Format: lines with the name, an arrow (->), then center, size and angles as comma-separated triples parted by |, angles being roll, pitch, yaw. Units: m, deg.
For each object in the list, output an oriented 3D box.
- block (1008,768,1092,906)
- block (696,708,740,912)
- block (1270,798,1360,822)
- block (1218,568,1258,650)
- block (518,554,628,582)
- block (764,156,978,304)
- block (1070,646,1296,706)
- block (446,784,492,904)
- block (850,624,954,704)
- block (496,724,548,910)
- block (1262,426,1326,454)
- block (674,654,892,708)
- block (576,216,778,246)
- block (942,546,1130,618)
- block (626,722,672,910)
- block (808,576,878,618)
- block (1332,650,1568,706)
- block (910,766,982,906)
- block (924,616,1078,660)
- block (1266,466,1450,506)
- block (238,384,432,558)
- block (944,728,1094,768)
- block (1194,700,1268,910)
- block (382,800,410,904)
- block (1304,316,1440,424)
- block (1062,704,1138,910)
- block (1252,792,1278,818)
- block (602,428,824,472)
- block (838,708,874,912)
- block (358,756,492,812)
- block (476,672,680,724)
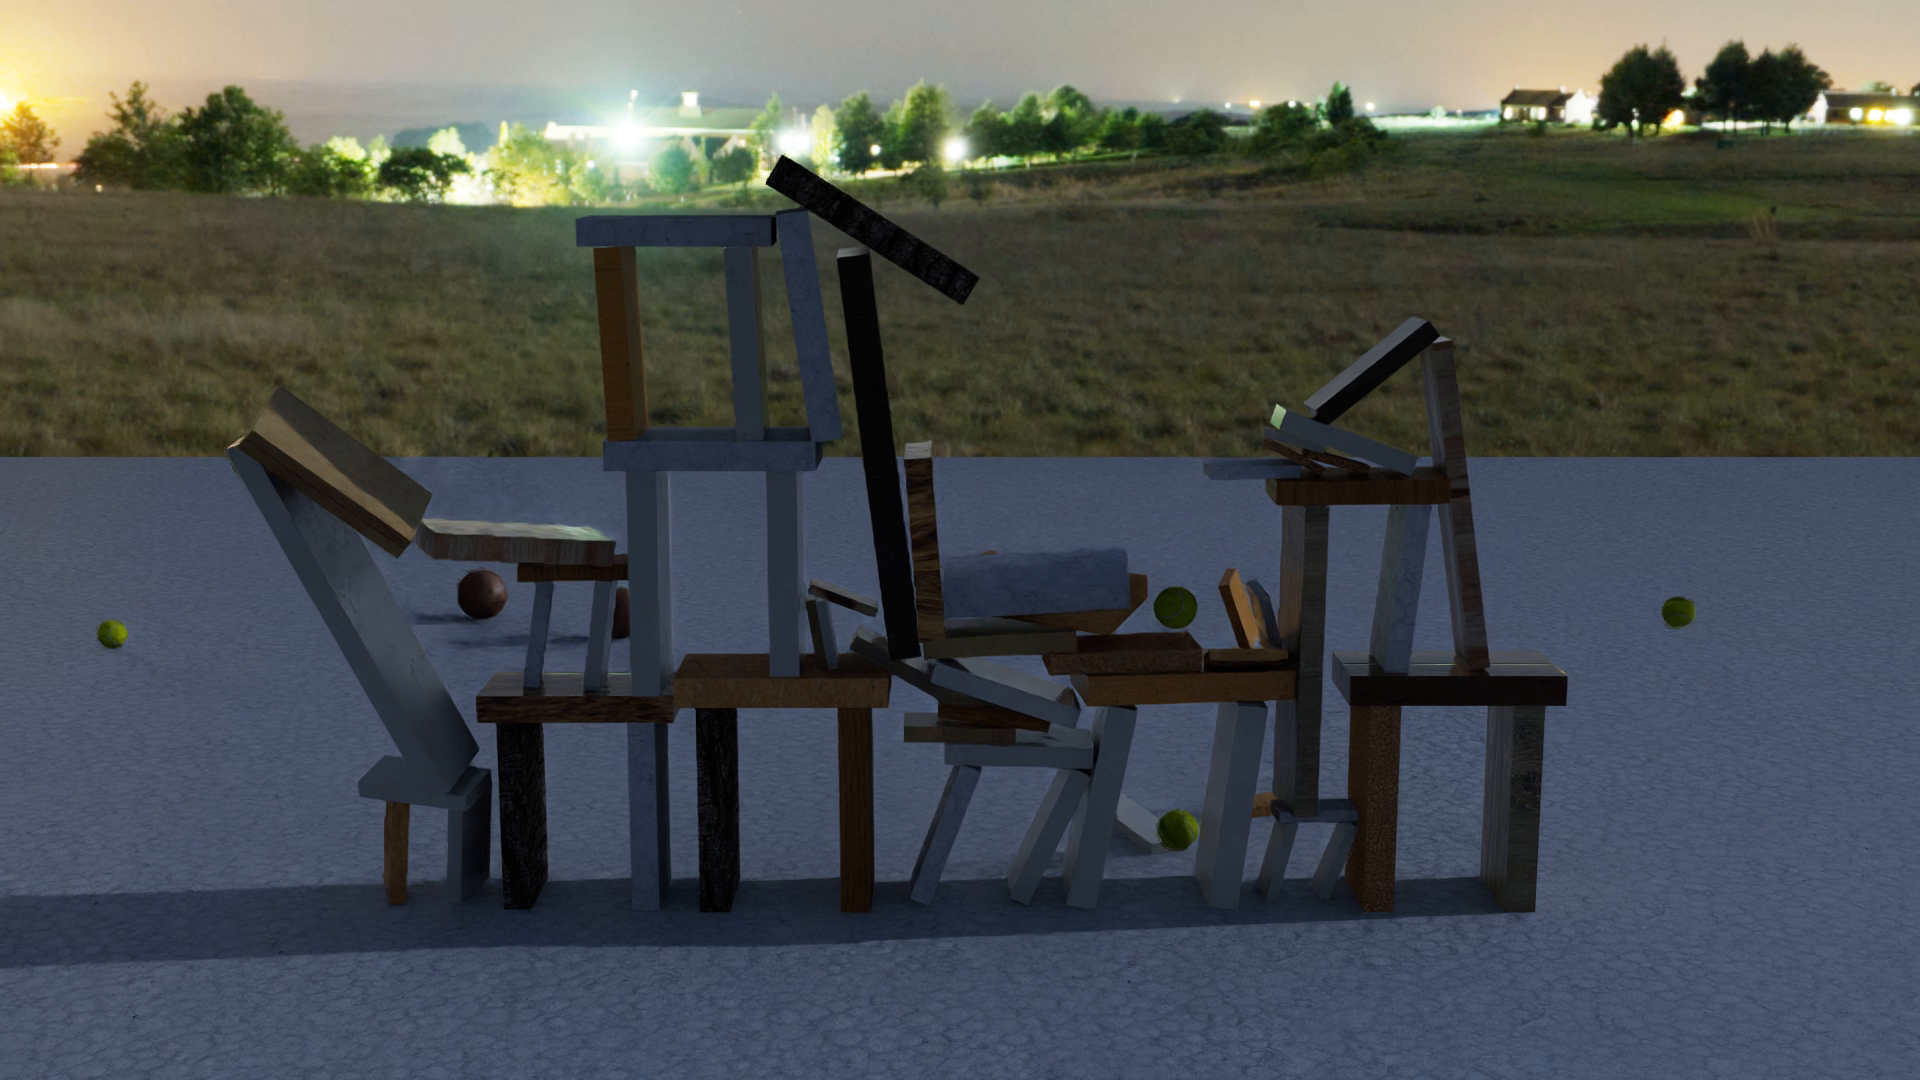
block -> 0.147, 0.475, 3.651 | 0.034, 0.242, 0.121 | 25, 10, -5
block -> -0.399, 0.422, 3.634 | 0.049, 0.343, 0.171 | 0, 11, 0
block -> 0.588, 0.449, 3.647 | 0.133, 0.019, 0.067 | 0, 11, -5
block -> 0.467, 0.117, 3.681 | 0.018, 0.127, 0.063 | -12, 21, 25
block -> -0.621, 0.045, 3.564 | 0.181, 0.026, 0.090 | -1, 11, -5
block -> -0.138, -0.489, 3.465 | 0.355, 0.050, 0.178 | 31, 7, -7
block -> 0.363, 0.224, 3.624 | 0.341, 0.048, 0.171 | -1, 11, -7
block -> -0.811, 0.493, 3.633 | 0.027, 0.189, 0.094 | 12, 23, 15
block -> -0.094, 0.202, 3.597 | 0.182, 0.026, 0.091 | 30, 9, -5
block -> -0.723, 0.435, 3.643 | 0.045, 0.315, 0.157 | 0, 11, 0
block -> 0.536, -0.160, 3.527 | 0.101, 0.014, 0.050 | 16, 8, 6
block -> -0.286, 0.229, 3.599 | 0.343, 0.049, 0.171 | 0, 11, 0
block -> -0.444, -0.488, 3.469 | 0.301, 0.043, 0.150 | 0, 11, -1
block -> 0.124, 0.068, 3.556 | 0.297, 0.042, 0.148 | -3, 24, 3
block -> -0.513, 0.435, 3.643 | 0.045, 0.315, 0.158 | 0, 11, 0
block -> -0.190, 0.093, 3.578 | 0.114, 0.016, 0.057 | 21, 10, -6
block -> 0.797, 0.225, 3.599 | 0.346, 0.049, 0.173 | 0, 11, 0
block -> -0.024, 0.472, 3.650 | 0.034, 0.242, 0.121 | 20, 10, -4
block -> 0.065, 0.156, 3.587 | 0.247, 0.035, 0.123 | -3, 12, 1
block -> 0.637, -0.088, 3.542 | 0.273, 0.039, 0.136 | -1, 11, 0
block -> -0.953, -0.105, 3.367 | 0.286, 0.041, 0.143 | 38, 25, -20
block -> 0.096, 0.340, 3.626 | 0.242, 0.034, 0.121 | 2, 11, 0
block -> 0.447, 0.419, 3.645 | 0.048, 0.341, 0.171 | 7, 10, -3
block -> -0.931, 0.494, 3.630 | 0.027, 0.189, 0.094 | 0, 20, -21
block -> 0.656, -0.271, 3.511 | 0.223, 0.032, 0.112 | -39, 8, 5
block -> 0.229, 0.420, 3.642 | 0.048, 0.341, 0.171 | 11, 10, -2
block -> 0.567, 0.496, 4.120 | 0.143, 0.020, 0.072 | -4, 11, -19
block -> -0.393, -0.147, 3.532 | 0.334, 0.047, 0.167 | 0, 11, 1
block -> -0.170, 0.422, 3.633 | 0.049, 0.343, 0.171 | 0, 11, 0
block -> -0.870, 0.395, 3.580 | 0.189, 0.027, 0.094 | 6, 24, 13
block -> -0.619, 0.258, 3.609 | 0.315, 0.045, 0.158 | 0, 11, 0
